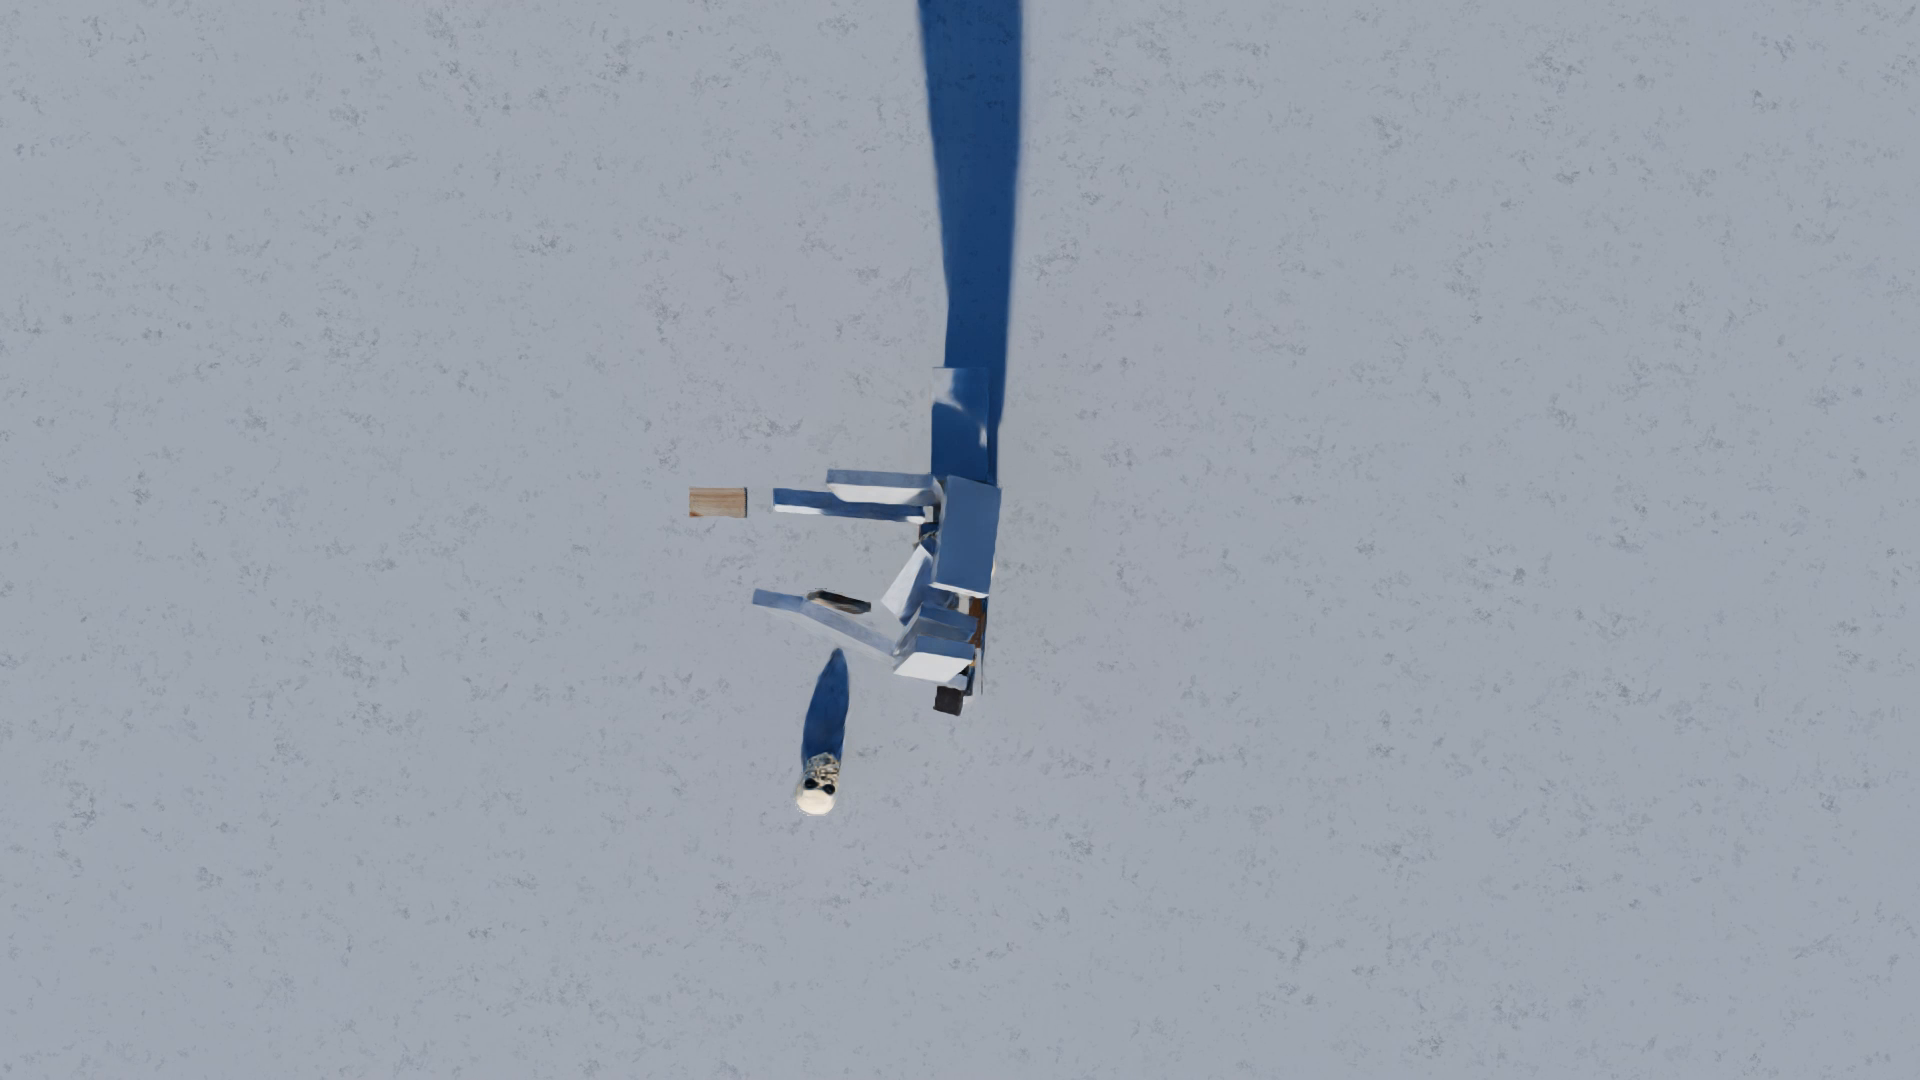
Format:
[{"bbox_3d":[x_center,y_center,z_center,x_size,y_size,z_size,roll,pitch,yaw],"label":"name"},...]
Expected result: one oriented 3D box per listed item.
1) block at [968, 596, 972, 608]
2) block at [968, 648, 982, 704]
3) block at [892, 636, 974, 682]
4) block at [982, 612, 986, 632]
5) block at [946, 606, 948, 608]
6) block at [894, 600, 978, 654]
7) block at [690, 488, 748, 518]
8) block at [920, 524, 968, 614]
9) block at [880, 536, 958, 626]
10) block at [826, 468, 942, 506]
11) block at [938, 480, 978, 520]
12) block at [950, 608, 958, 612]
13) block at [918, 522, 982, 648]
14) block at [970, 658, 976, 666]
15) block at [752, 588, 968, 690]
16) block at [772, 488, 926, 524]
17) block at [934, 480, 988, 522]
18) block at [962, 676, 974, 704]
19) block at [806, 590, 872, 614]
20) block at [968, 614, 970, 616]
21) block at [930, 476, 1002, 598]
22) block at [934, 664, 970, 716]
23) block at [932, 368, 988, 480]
[{"bbox_3d":[-0.032,0.164,4.576,0.126,0.253,0.036,0,91,3],"label":"block"},{"bbox_3d":[0.000,0.376,5.208,0.136,0.039,0.273,1,90,0],"label":"block"},{"bbox_3d":[-0.069,0.297,4.108,0.144,0.288,0.041,10,73,-11],"label":"block"},{"bbox_3d":[-0.018,0.249,4.970,0.178,0.432,0.050,0,90,3],"label":"block"},{"bbox_3d":[-0.070,0.172,4.365,0.072,0.021,0.145,18,56,3],"label":"block"},{"bbox_3d":[-0.062,0.242,4.154,0.144,0.288,0.041,18,64,-8],"label":"block"},{"bbox_3d":[-0.648,-0.102,4.429,0.159,0.023,0.080,1,92,14],"label":"block"},{"bbox_3d":[-0.040,0.082,4.432,0.126,0.036,0.253,0,90,3],"label":"block"},{"bbox_3d":[-0.091,0.124,4.163,0.140,0.296,0.040,47,52,8],"label":"block"},{"bbox_3d":[-0.190,-0.133,4.237,0.280,0.140,0.040,4,74,13],"label":"block"},{"bbox_3d":[-0.007,-0.168,4.859,0.118,0.034,0.237,-1,90,0],"label":"block"},{"bbox_3d":[-0.064,0.242,4.374,0.072,0.021,0.145,20,65,3],"label":"block"},{"bbox_3d":[-0.028,0.130,4.728,0.178,0.050,0.356,0,90,3],"label":"block"},{"bbox_3d":[0.004,0.358,5.106,0.082,0.165,0.023,-7,105,0],"label":"block"},{"bbox_3d":[-0.247,0.287,4.537,0.144,1.037,0.041,9,79,26],"label":"block"},{"bbox_3d":[-0.313,-0.097,4.659,0.426,0.080,0.023,5,126,-15],"label":"block"},{"bbox_3d":[0.002,-0.145,5.137,0.170,0.048,0.339,0,90,0],"label":"block"},{"bbox_3d":[0.000,0.467,5.104,0.082,0.165,0.023,-7,105,3],"label":"block"},{"bbox_3d":[-0.331,0.171,4.509,0.159,0.080,0.023,16,73,-28],"label":"block"},{"bbox_3d":[-0.013,0.225,4.666,0.098,0.014,0.049,-32,88,41],"label":"block"},{"bbox_3d":[0.016,-0.008,4.043,0.140,0.040,0.280,14,70,-17],"label":"block"},{"bbox_3d":[-0.025,0.442,5.003,0.082,0.023,0.165,11,94,26],"label":"block"},{"bbox_3d":[0.000,-0.297,4.243,0.144,0.041,0.287,1,90,0],"label":"block"}]
